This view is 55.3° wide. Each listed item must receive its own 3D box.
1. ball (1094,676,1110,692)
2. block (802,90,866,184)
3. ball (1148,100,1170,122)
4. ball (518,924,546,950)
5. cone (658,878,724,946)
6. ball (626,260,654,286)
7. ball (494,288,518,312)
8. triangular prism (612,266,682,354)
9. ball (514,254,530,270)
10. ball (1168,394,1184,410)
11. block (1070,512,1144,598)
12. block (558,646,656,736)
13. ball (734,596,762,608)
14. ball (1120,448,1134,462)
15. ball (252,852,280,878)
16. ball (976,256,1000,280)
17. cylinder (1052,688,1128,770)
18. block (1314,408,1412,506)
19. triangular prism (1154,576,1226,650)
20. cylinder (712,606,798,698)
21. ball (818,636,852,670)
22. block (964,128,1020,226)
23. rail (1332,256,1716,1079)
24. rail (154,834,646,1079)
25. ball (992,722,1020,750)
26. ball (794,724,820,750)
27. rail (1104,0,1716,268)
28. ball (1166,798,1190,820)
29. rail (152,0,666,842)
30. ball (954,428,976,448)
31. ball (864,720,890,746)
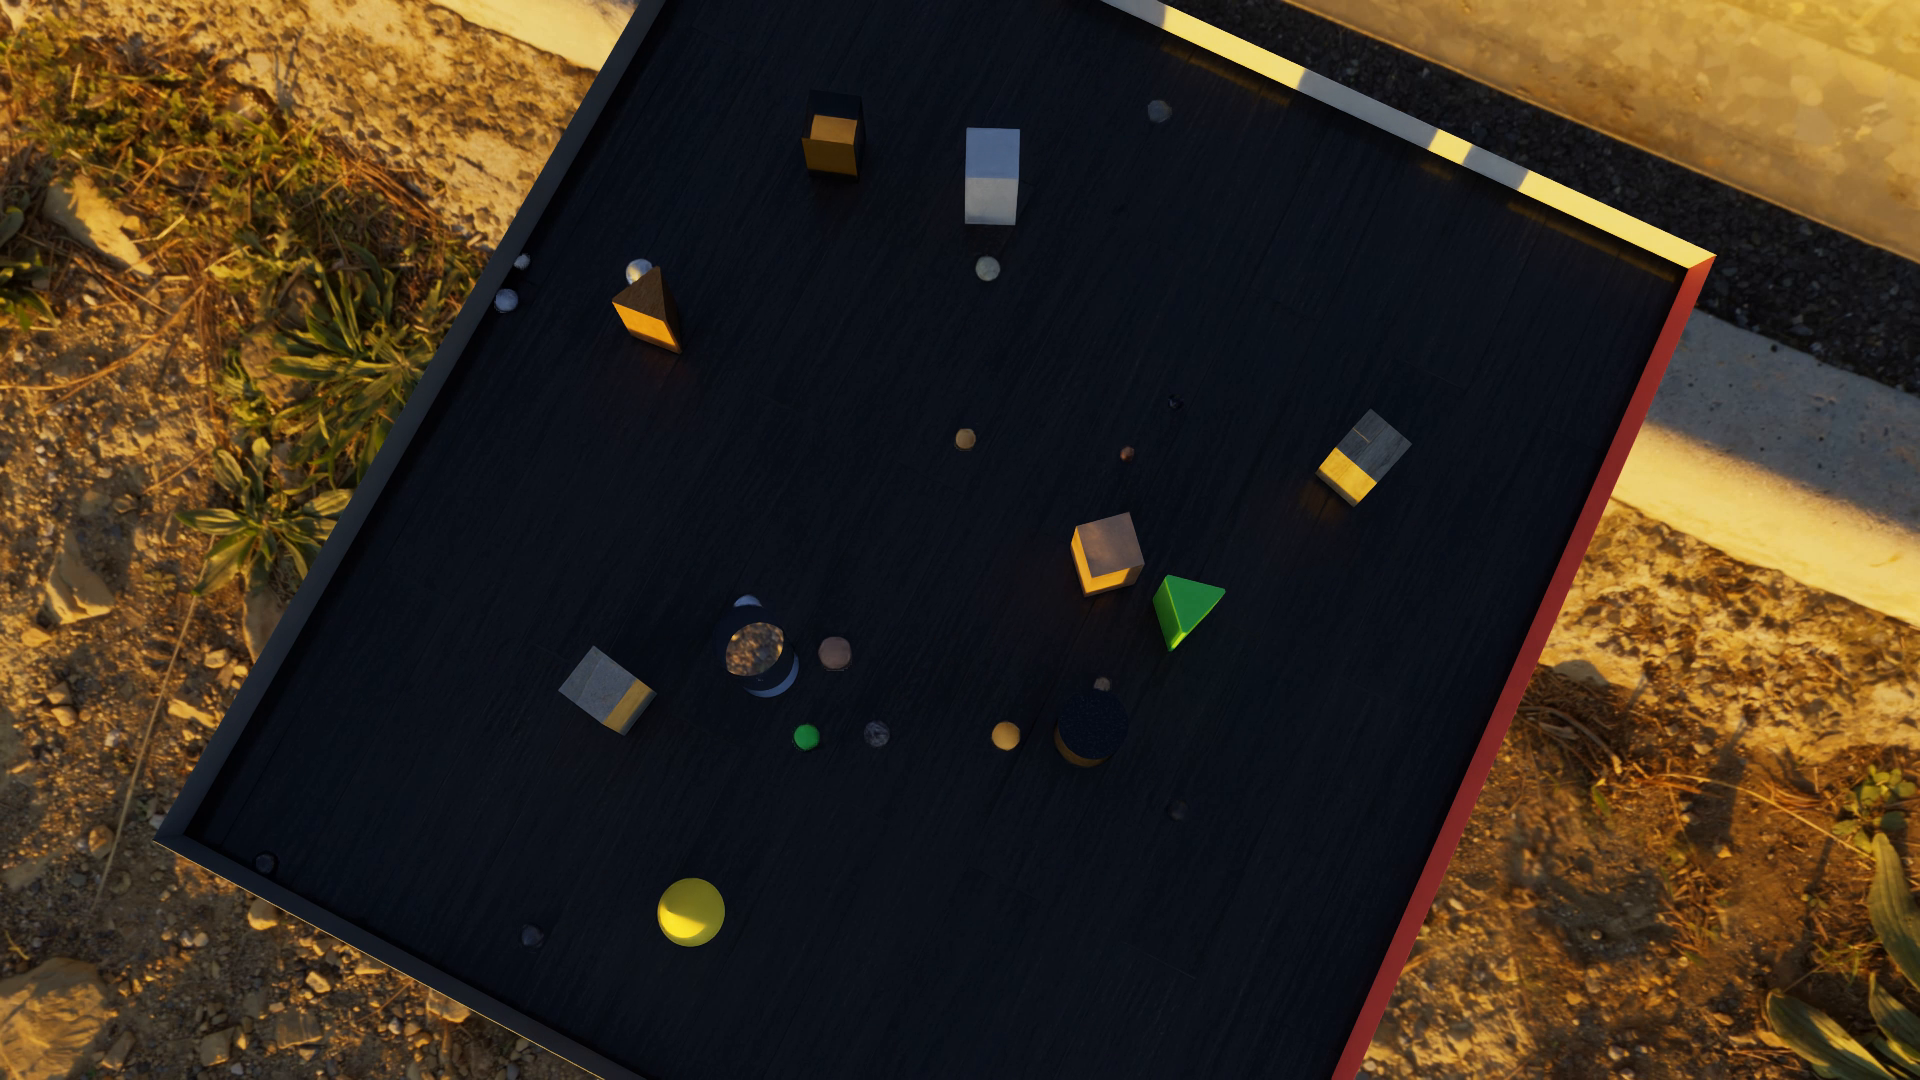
[{"bbox_3d":[0.428,0.435,5.502,0.048,0.048,0.048,0,78,0],"label":"ball"},{"bbox_3d":[-0.391,-1.257,5.723,0.159,0.302,0.159,8,78,2],"label":"block"},{"bbox_3d":[0.635,-1.372,5.865,0.071,0.071,0.071,0,78,0],"label":"ball"},{"bbox_3d":[-1.248,1.155,5.338,0.078,0.078,0.078,0,78,0],"label":"ball"},{"bbox_3d":[-0.791,1.051,5.180,0.199,0.430,0.199,0,78,0],"label":"cone"},{"bbox_3d":[-1.001,-0.833,5.742,0.092,0.092,0.092,0,78,0],"label":"ball"},{"bbox_3d":[-1.420,-0.753,5.735,0.074,0.074,0.074,0,78,0],"label":"ball"},{"bbox_3d":[-0.926,-0.716,5.601,0.172,0.321,0.149,21,79,4],"label":"triangular prism"},{"bbox_3d":[-1.382,-0.876,5.773,0.049,0.049,0.049,0,78,0],"label":"ball"},{"bbox_3d":[0.668,-0.427,5.678,0.053,0.053,0.053,0,78,0],"label":"ball"},{"bbox_3d":[0.434,0.047,5.442,0.159,0.324,0.159,-15,79,-3],"label":"block"},{"bbox_3d":[-1.023,0.443,5.345,0.159,0.352,0.159,36,81,7],"label":"block"},{"bbox_3d":[-0.642,0.208,5.530,0.085,0.085,0.085,0,78,0],"label":"ball"},{"bbox_3d":[0.516,-0.264,5.648,0.045,0.045,0.045,0,78,0],"label":"ball"},{"bbox_3d":[-2.040,0.952,5.381,0.076,0.076,0.076,0,78,0],"label":"ball"},{"bbox_3d":[0.086,-0.854,5.753,0.078,0.078,0.078,0,78,0],"label":"ball"},{"bbox_3d":[0.376,0.553,5.327,0.199,0.344,0.199,0,78,0],"label":"cylinder"},{"bbox_3d":[1.207,-0.243,5.502,0.159,0.322,0.159,42,81,8],"label":"block"},{"bbox_3d":[0.642,0.190,5.390,0.149,0.367,0.172,44,82,8],"label":"triangular prism"},{"bbox_3d":[-0.586,0.327,5.297,0.199,0.493,0.199,0,78,0],"label":"cylinder"},{"bbox_3d":[-0.375,0.338,5.496,0.099,0.099,0.099,0,78,0],"label":"ball"},{"bbox_3d":[0.098,-1.118,5.659,0.159,0.371,0.159,2,78,0],"label":"block"},{"bbox_3d":[1.493,0.738,5.397,0.045,0.129,3.693,26,80,5],"label":"rail"},{"bbox_3d":[-0.815,1.603,5.218,3.386,0.129,0.045,26,80,5],"label":"rail"},{"bbox_3d":[0.137,0.582,5.453,0.085,0.085,0.085,0,78,0],"label":"ball"},{"bbox_3d":[-0.455,0.586,5.455,0.078,0.078,0.078,0,78,0],"label":"ball"},{"bbox_3d":[0.815,-1.590,5.879,3.386,0.129,0.045,26,80,5],"label":"rail"},{"bbox_3d":[0.644,0.795,5.418,0.067,0.067,0.067,0,78,0],"label":"ball"},{"bbox_3d":[-1.493,-0.724,5.700,0.045,0.129,3.693,26,80,5],"label":"rail"},{"bbox_3d":[0.017,-0.313,5.648,0.065,0.065,0.065,0,78,0],"label":"ball"},{"bbox_3d":[-0.247,0.576,5.458,0.078,0.078,0.078,0,78,0],"label":"ball"}]
